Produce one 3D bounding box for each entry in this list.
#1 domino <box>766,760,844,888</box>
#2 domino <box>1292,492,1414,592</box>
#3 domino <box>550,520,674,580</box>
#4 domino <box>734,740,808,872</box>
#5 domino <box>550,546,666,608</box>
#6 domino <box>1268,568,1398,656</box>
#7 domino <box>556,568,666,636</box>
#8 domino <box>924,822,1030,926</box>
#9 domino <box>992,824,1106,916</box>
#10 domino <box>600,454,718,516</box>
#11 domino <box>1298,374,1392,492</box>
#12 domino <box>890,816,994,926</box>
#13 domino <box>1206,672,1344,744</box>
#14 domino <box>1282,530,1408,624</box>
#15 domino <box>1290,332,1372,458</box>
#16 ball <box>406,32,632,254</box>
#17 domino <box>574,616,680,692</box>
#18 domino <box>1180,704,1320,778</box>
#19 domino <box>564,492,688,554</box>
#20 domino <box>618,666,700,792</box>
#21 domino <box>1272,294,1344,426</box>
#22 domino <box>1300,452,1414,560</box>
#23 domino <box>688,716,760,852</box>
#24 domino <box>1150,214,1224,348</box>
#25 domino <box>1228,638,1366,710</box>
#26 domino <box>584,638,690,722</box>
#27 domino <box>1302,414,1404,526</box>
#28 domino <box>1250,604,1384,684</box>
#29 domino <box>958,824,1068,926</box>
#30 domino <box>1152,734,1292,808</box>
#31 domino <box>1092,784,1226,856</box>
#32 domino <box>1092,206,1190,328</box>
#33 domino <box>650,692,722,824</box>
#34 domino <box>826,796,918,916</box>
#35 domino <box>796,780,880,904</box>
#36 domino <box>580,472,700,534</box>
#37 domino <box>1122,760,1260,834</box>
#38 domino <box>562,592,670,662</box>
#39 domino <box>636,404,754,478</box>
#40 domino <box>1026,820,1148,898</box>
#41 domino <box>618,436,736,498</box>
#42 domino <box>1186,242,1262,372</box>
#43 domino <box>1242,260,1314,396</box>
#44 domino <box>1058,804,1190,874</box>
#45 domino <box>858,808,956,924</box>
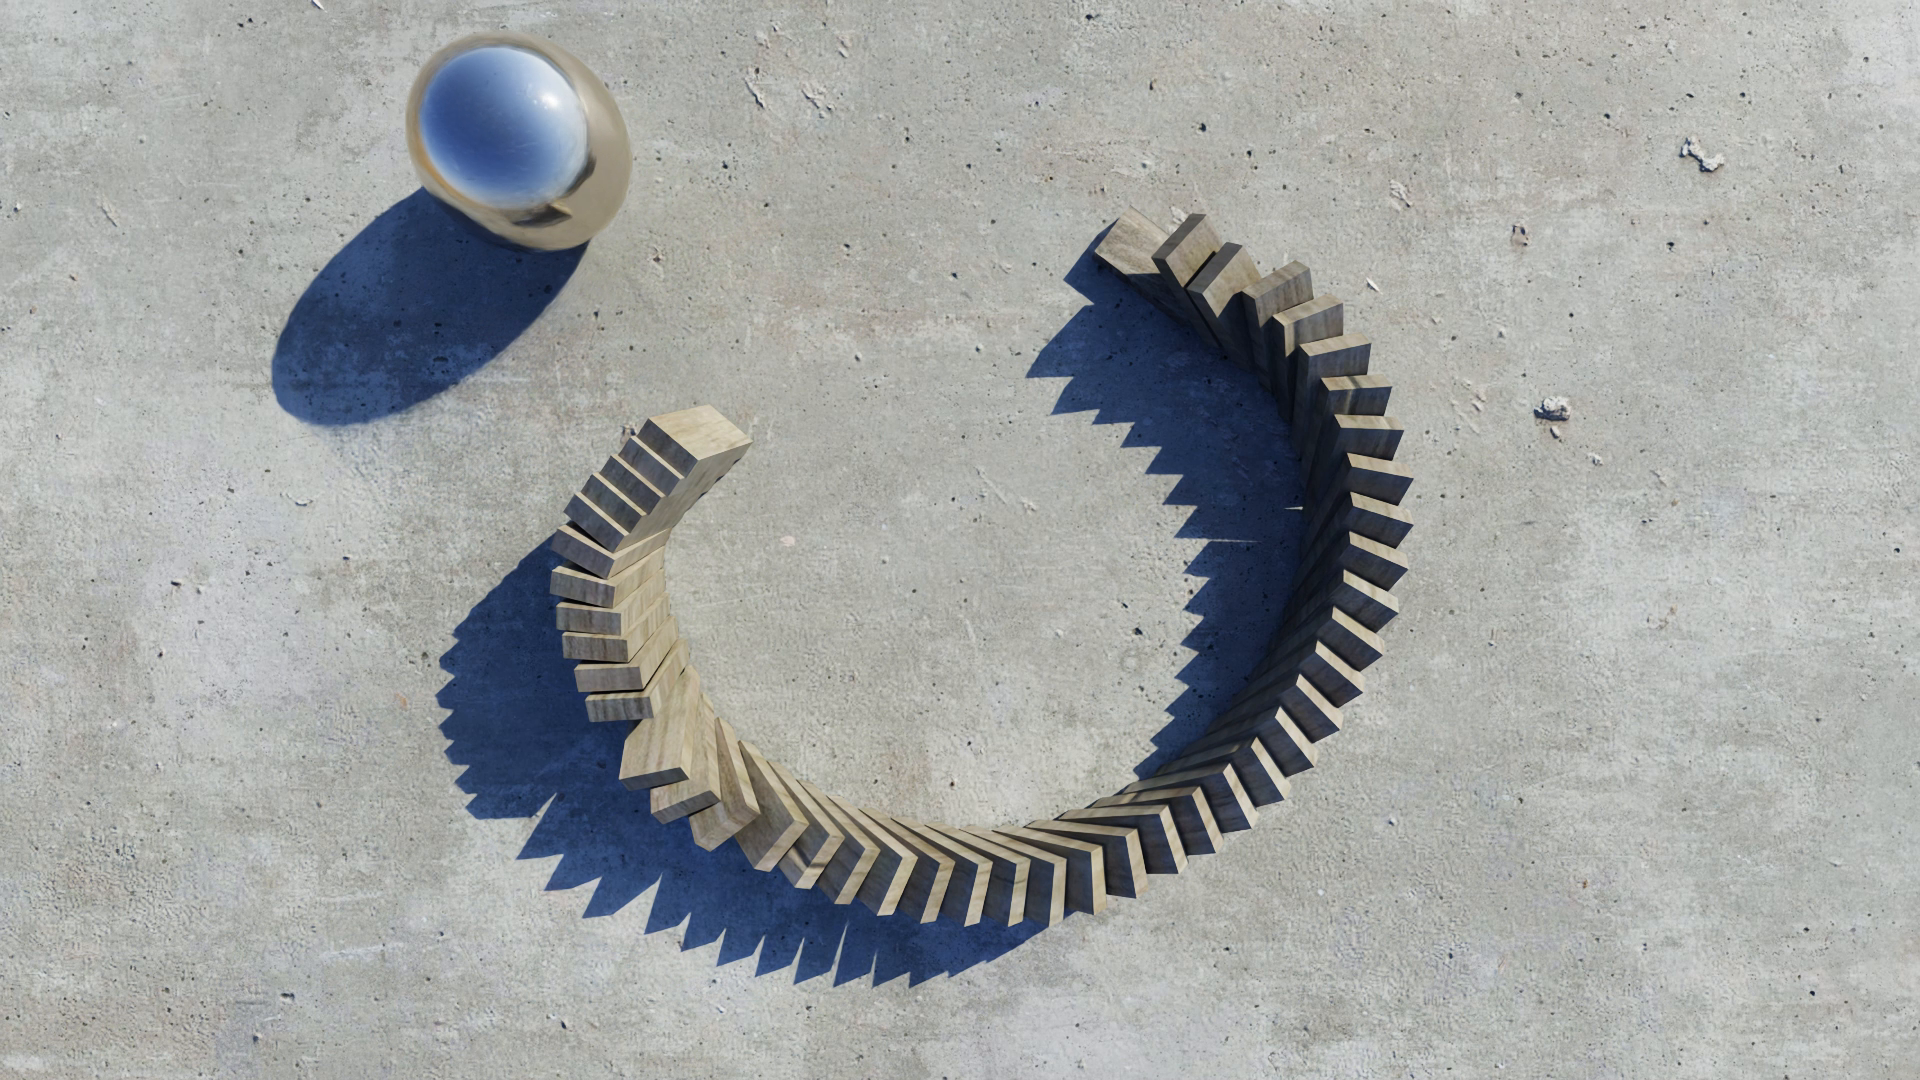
[{"bbox_3d":[-0.071,0.117,0.380,0.050,0.010,0.025,34,90,40],"label":"domino"},{"bbox_3d":[0.162,0.005,0.380,0.025,0.010,0.050,17,131,0],"label":"domino"},{"bbox_3d":[-0.141,-0.001,0.375,0.025,0.050,0.009,29,108,0],"label":"domino"},{"bbox_3d":[-0.085,0.109,0.380,0.025,0.010,0.050,-50,50,0],"label":"domino"},{"bbox_3d":[-0.143,0.012,0.375,0.025,0.050,0.009,14,108,0],"label":"domino"},{"bbox_3d":[0.154,0.036,0.380,0.025,0.010,0.050,30,131,0],"label":"domino"},{"bbox_3d":[-0.141,0.024,0.375,0.025,0.050,0.009,6,108,0],"label":"domino"},{"bbox_3d":[0.005,0.137,0.380,0.050,0.009,0.025,8,90,40],"label":"domino"},{"bbox_3d":[0.036,0.136,0.380,0.050,0.010,0.025,-2,90,41],"label":"domino"},{"bbox_3d":[-0.121,-0.027,0.375,0.025,0.050,0.009,40,109,0],"label":"domino"},{"bbox_3d":[0.159,-0.044,0.380,0.025,0.010,0.050,-4,130,0],"label":"domino"},{"bbox_3d":[-0.011,0.136,0.380,0.050,0.010,0.025,13,90,40],"label":"domino"},{"bbox_3d":[0.130,0.077,0.380,0.025,0.009,0.050,46,130,0],"label":"domino"},{"bbox_3d":[0.159,0.021,0.380,0.025,0.010,0.050,23,131,0],"label":"domino"},{"bbox_3d":[0.153,-0.059,0.380,0.025,0.010,0.050,-12,130,0],"label":"domino"},{"bbox_3d":[-0.171,-0.154,0.360,0.080,0.080,0.080,0,90,0],"label":"ball"},{"bbox_3d":[-0.135,0.046,0.375,0.025,0.050,0.010,-3,108,0],"label":"domino"},{"bbox_3d":[0.119,0.089,0.380,0.025,0.010,0.050,52,131,0],"label":"domino"},{"bbox_3d":[-0.135,-0.012,0.375,0.025,0.050,0.010,40,109,0],"label":"domino"},{"bbox_3d":[-0.123,0.077,0.379,0.025,0.010,0.050,-12,45,2],"label":"domino"},{"bbox_3d":[0.145,-0.074,0.380,0.025,0.010,0.050,-21,131,0],"label":"domino"},{"bbox_3d":[0.163,-0.011,0.380,0.025,0.010,0.050,11,130,0],"label":"domino"},{"bbox_3d":[-0.101,0.100,0.379,0.025,0.050,0.010,-37,133,0],"label":"domino"},{"bbox_3d":[0.102,-0.107,0.382,0.025,0.010,0.050,-47,124,-3],"label":"domino"},{"bbox_3d":[0.139,0.064,0.380,0.025,0.010,0.050,40,130,0],"label":"domino"},{"bbox_3d":[-0.131,0.056,0.375,0.025,0.050,0.010,-4,110,1],"label":"domino"},{"bbox_3d":[0.162,-0.028,0.380,0.025,0.010,0.050,2,130,0],"label":"domino"},{"bbox_3d":[0.147,0.051,0.380,0.025,0.010,0.050,36,130,0],"label":"domino"},{"bbox_3d":[0.020,0.138,0.380,0.050,0.010,0.025,5,91,41],"label":"domino"},{"bbox_3d":[0.108,0.100,0.380,0.050,0.009,0.025,-32,90,40],"label":"domino"},{"bbox_3d":[0.081,0.118,0.380,0.050,0.010,0.025,-22,90,40],"label":"domino"},{"bbox_3d":[0.085,-0.118,0.395,0.050,0.009,0.025,37,90,0],"label":"domino"},{"bbox_3d":[-0.114,0.089,0.379,0.025,0.050,0.010,-22,134,0],"label":"domino"},{"bbox_3d":[-0.042,0.130,0.380,0.050,0.010,0.025,24,90,40],"label":"domino"},{"bbox_3d":[-0.057,0.124,0.380,0.050,0.010,0.025,30,90,40],"label":"domino"},{"bbox_3d":[-0.129,-0.020,0.375,0.025,0.050,0.010,40,109,0],"label":"domino"},{"bbox_3d":[0.095,0.110,0.380,0.050,0.009,0.025,-27,90,40],"label":"domino"},{"bbox_3d":[-0.139,0.034,0.375,0.025,0.050,0.009,4,108,0],"label":"domino"},{"bbox_3d":[-0.107,-0.041,0.375,0.025,0.050,0.010,40,109,0],"label":"domino"},{"bbox_3d":[0.052,0.131,0.380,0.050,0.010,0.025,-10,90,41],"label":"domino"},{"bbox_3d":[-0.114,-0.034,0.375,0.025,0.050,0.010,40,109,0],"label":"domino"},{"bbox_3d":[0.116,-0.096,0.381,0.025,0.009,0.050,-50,129,0],"label":"domino"},{"bbox_3d":[0.134,-0.087,0.380,0.025,0.010,0.050,-29,131,-1],"label":"domino"},{"bbox_3d":[0.067,0.125,0.380,0.050,0.010,0.025,-18,90,40],"label":"domino"},{"bbox_3d":[-0.027,0.134,0.380,0.050,0.010,0.025,19,90,40],"label":"domino"}]
